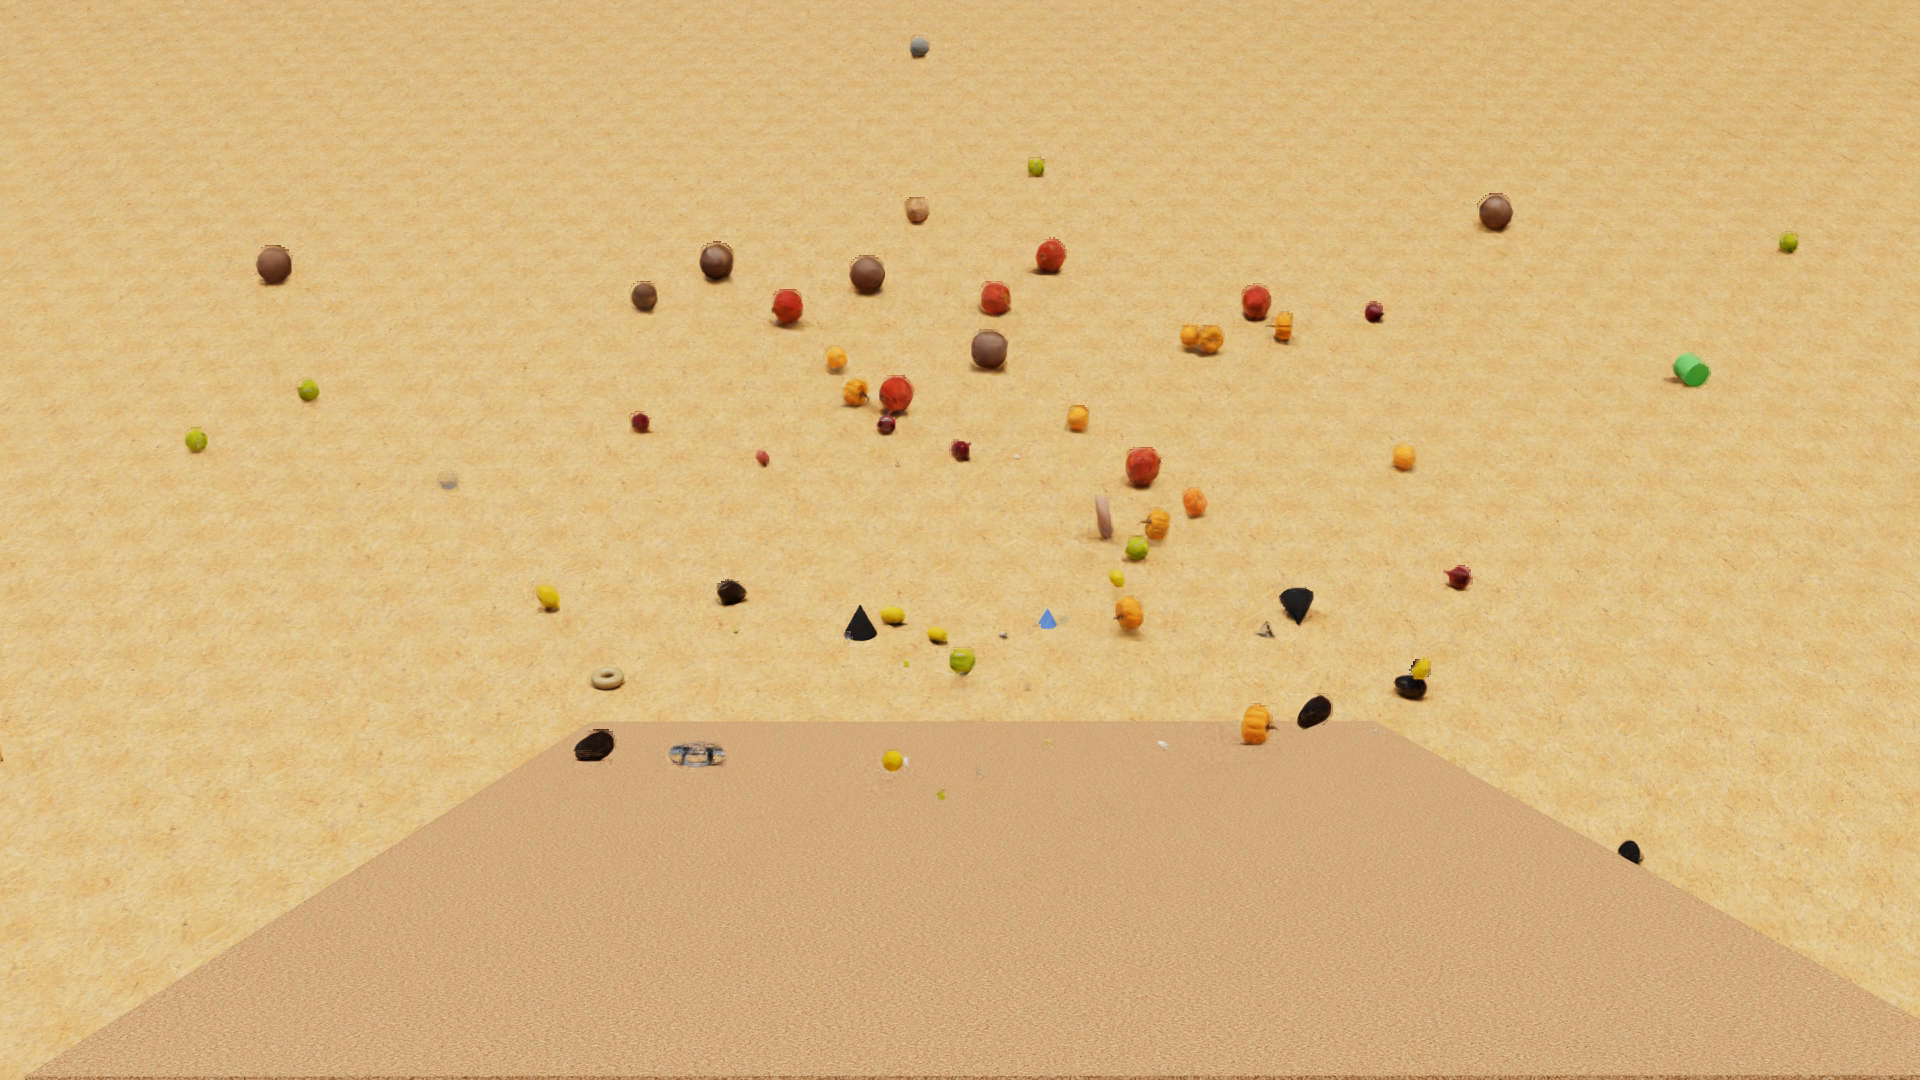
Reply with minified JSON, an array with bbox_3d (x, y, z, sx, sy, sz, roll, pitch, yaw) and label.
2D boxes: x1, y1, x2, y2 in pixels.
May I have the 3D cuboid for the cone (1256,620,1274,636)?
[{"bbox_3d":[0.840,0.255,7.168,0.050,0.050,0.050,-22,23,16],"label":"cone"}]

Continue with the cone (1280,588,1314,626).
[{"bbox_3d":[0.949,0.202,7.249,0.098,0.098,0.098,0,53,1],"label":"cone"}]

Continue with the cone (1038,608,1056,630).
[{"bbox_3d":[0.245,0.212,7.216,0.054,0.054,0.054,0,27,0],"label":"cone"}]

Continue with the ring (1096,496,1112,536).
[{"bbox_3d":[0.429,-0.069,7.699,0.041,0.122,0.122,-9,27,3],"label":"ring"}]

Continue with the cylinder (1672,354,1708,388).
[{"bbox_3d":[2.470,-0.574,8.726,0.086,0.086,0.086,-8,32,-16],"label":"cylinder"}]

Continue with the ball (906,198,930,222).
[{"bbox_3d":[-0.167,-1.293,10.134,0.094,0.094,0.094,0,27,0],"label":"ball"}]

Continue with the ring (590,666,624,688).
[{"bbox_3d":[-0.947,0.370,6.933,0.090,0.030,0.090,-1,27,1],"label":"ring"}]

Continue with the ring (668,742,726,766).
[{"bbox_3d":[-0.565,0.461,5.560,0.124,0.041,0.124,1,1,0],"label":"ring"}]

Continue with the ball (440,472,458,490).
[{"bbox_3d":[-1.584,-0.183,7.993,0.055,0.055,0.055,0,27,0],"label":"ball"}]

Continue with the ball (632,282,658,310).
[{"bbox_3d":[-1.139,-0.880,9.321,0.096,0.096,0.096,0,27,0],"label":"ball"}]

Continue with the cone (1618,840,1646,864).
[{"bbox_3d":[1.620,0.756,6.172,0.066,0.066,0.066,15,15,-35],"label":"cone"}]

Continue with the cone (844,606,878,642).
[{"bbox_3d":[-0.277,0.218,7.163,0.093,0.093,0.093,0,27,0],"label":"cone"}]

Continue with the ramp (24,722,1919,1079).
[{"bbox_3d":[0.061,0.550,4.586,2.000,0.100,4.000,0,1,0],"label":"ramp"}]

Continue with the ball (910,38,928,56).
[{"bbox_3d":[-0.192,-2.323,12.167,0.091,0.091,0.091,0,27,0],"label":"ball"}]
